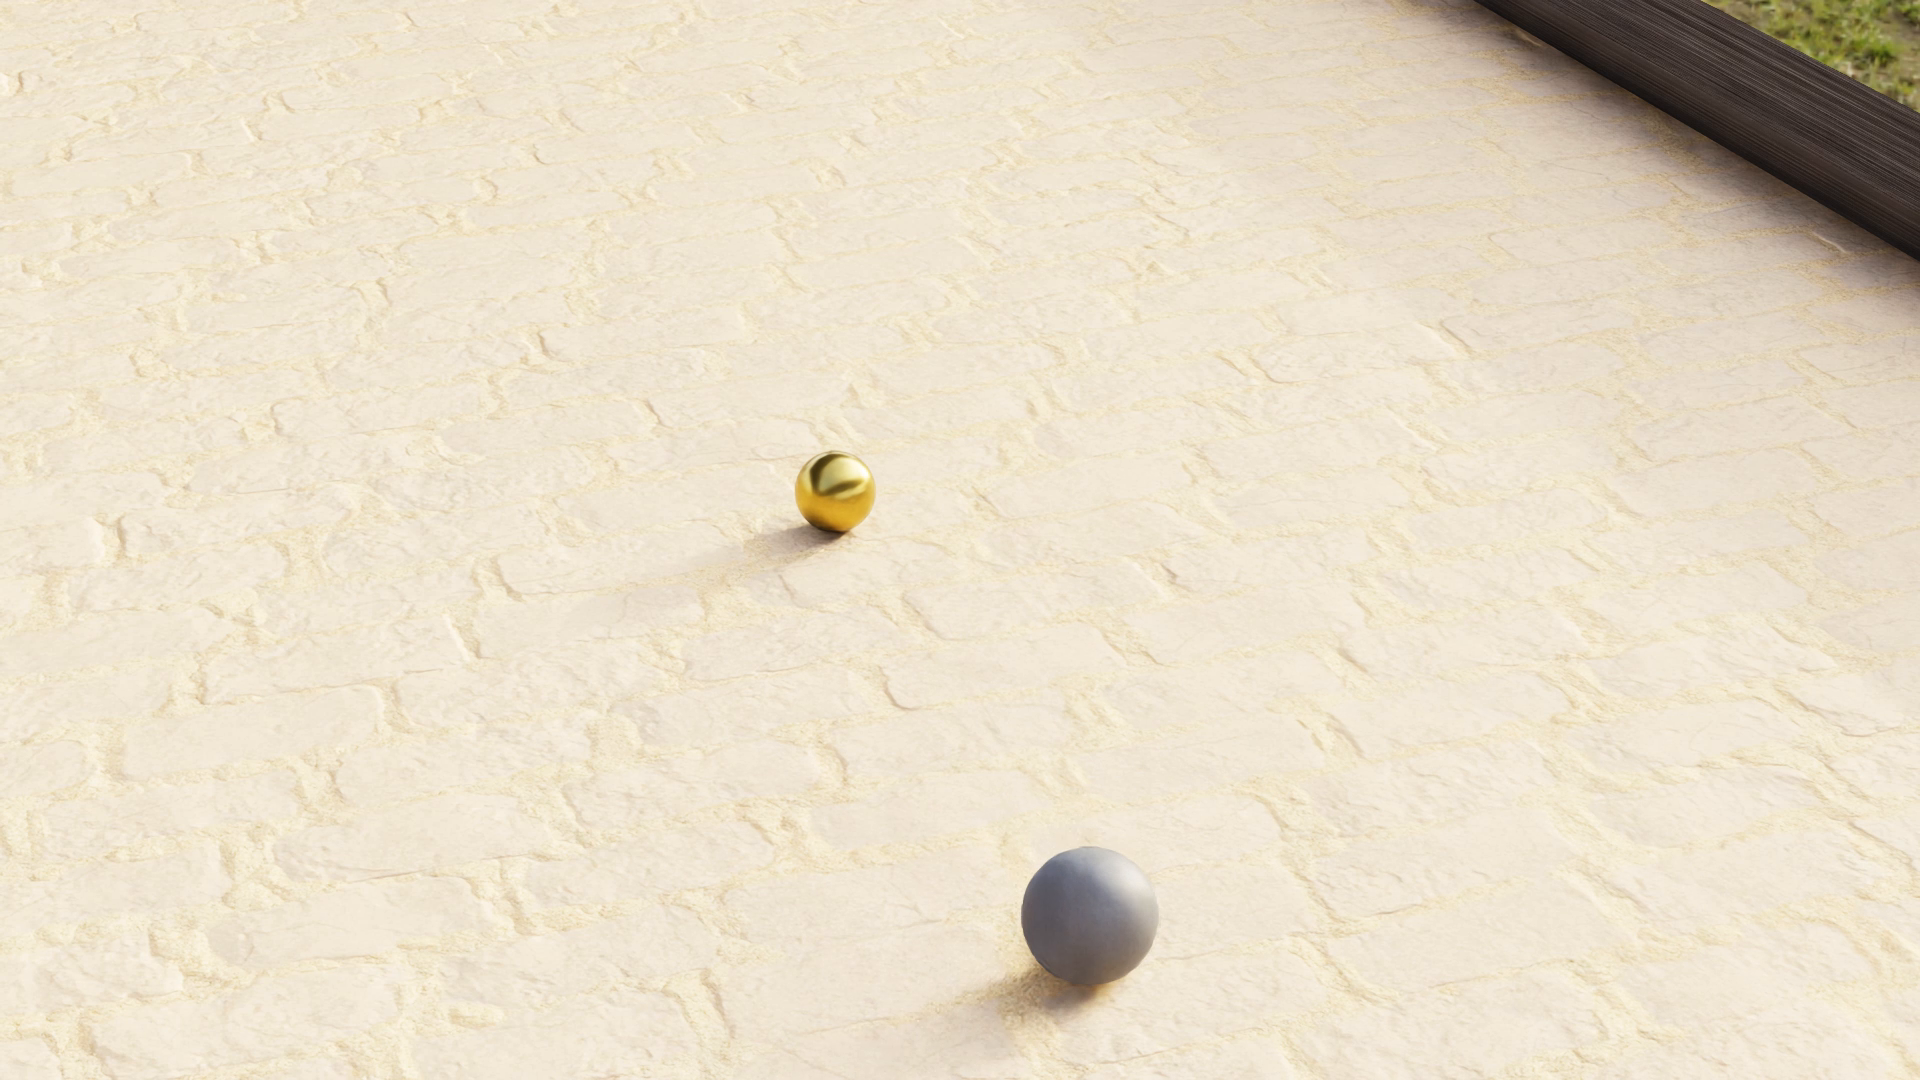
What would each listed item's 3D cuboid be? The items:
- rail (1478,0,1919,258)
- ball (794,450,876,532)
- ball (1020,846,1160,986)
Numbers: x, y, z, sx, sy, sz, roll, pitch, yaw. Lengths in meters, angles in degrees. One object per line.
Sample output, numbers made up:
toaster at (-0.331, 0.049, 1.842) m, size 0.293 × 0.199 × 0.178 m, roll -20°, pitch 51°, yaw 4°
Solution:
rail at (0.555, -0.546, 2.886) m, size 0.045 × 0.116 × 3.523 m, roll -9°, pitch 29°, yaw -17°
ball at (-0.083, -0.032, 1.965) m, size 0.055 × 0.055 × 0.055 m, roll 0°, pitch 27°, yaw 0°
ball at (0.067, 0.193, 1.513) m, size 0.071 × 0.071 × 0.071 m, roll 0°, pitch 27°, yaw 0°
